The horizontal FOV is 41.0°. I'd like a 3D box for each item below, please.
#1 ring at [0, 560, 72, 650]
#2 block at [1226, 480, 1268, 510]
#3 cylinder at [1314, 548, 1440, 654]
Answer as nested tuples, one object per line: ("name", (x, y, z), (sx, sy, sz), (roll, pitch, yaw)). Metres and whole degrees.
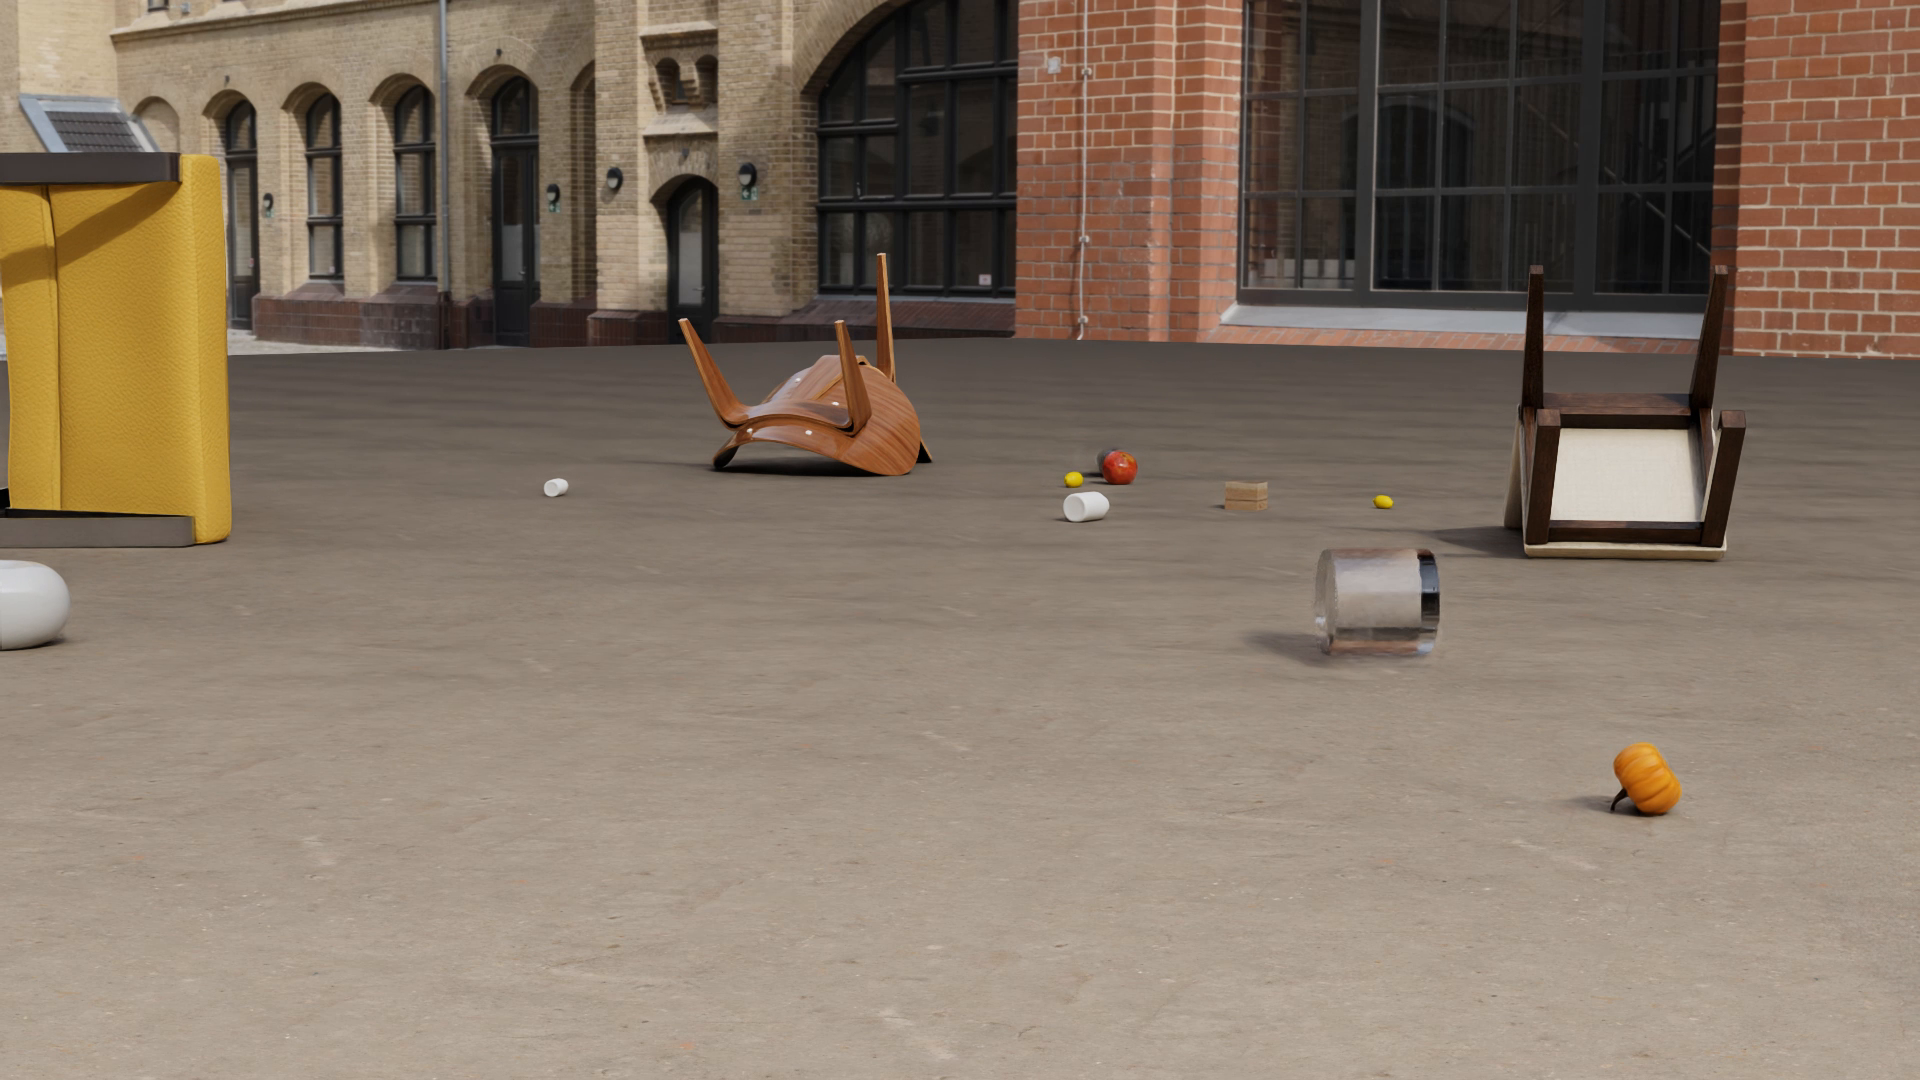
("ring", (-1.781, 0.118, 4.569), (0.386, 0.144, 0.244), (-1, 8, -2))
("block", (0.810, -0.126, 7.261), (0.097, 0.076, 0.074), (3, 7, 29))
("cylinder", (0.721, 0.107, 4.456), (0.173, 0.185, 0.286), (0, -4, 0))
